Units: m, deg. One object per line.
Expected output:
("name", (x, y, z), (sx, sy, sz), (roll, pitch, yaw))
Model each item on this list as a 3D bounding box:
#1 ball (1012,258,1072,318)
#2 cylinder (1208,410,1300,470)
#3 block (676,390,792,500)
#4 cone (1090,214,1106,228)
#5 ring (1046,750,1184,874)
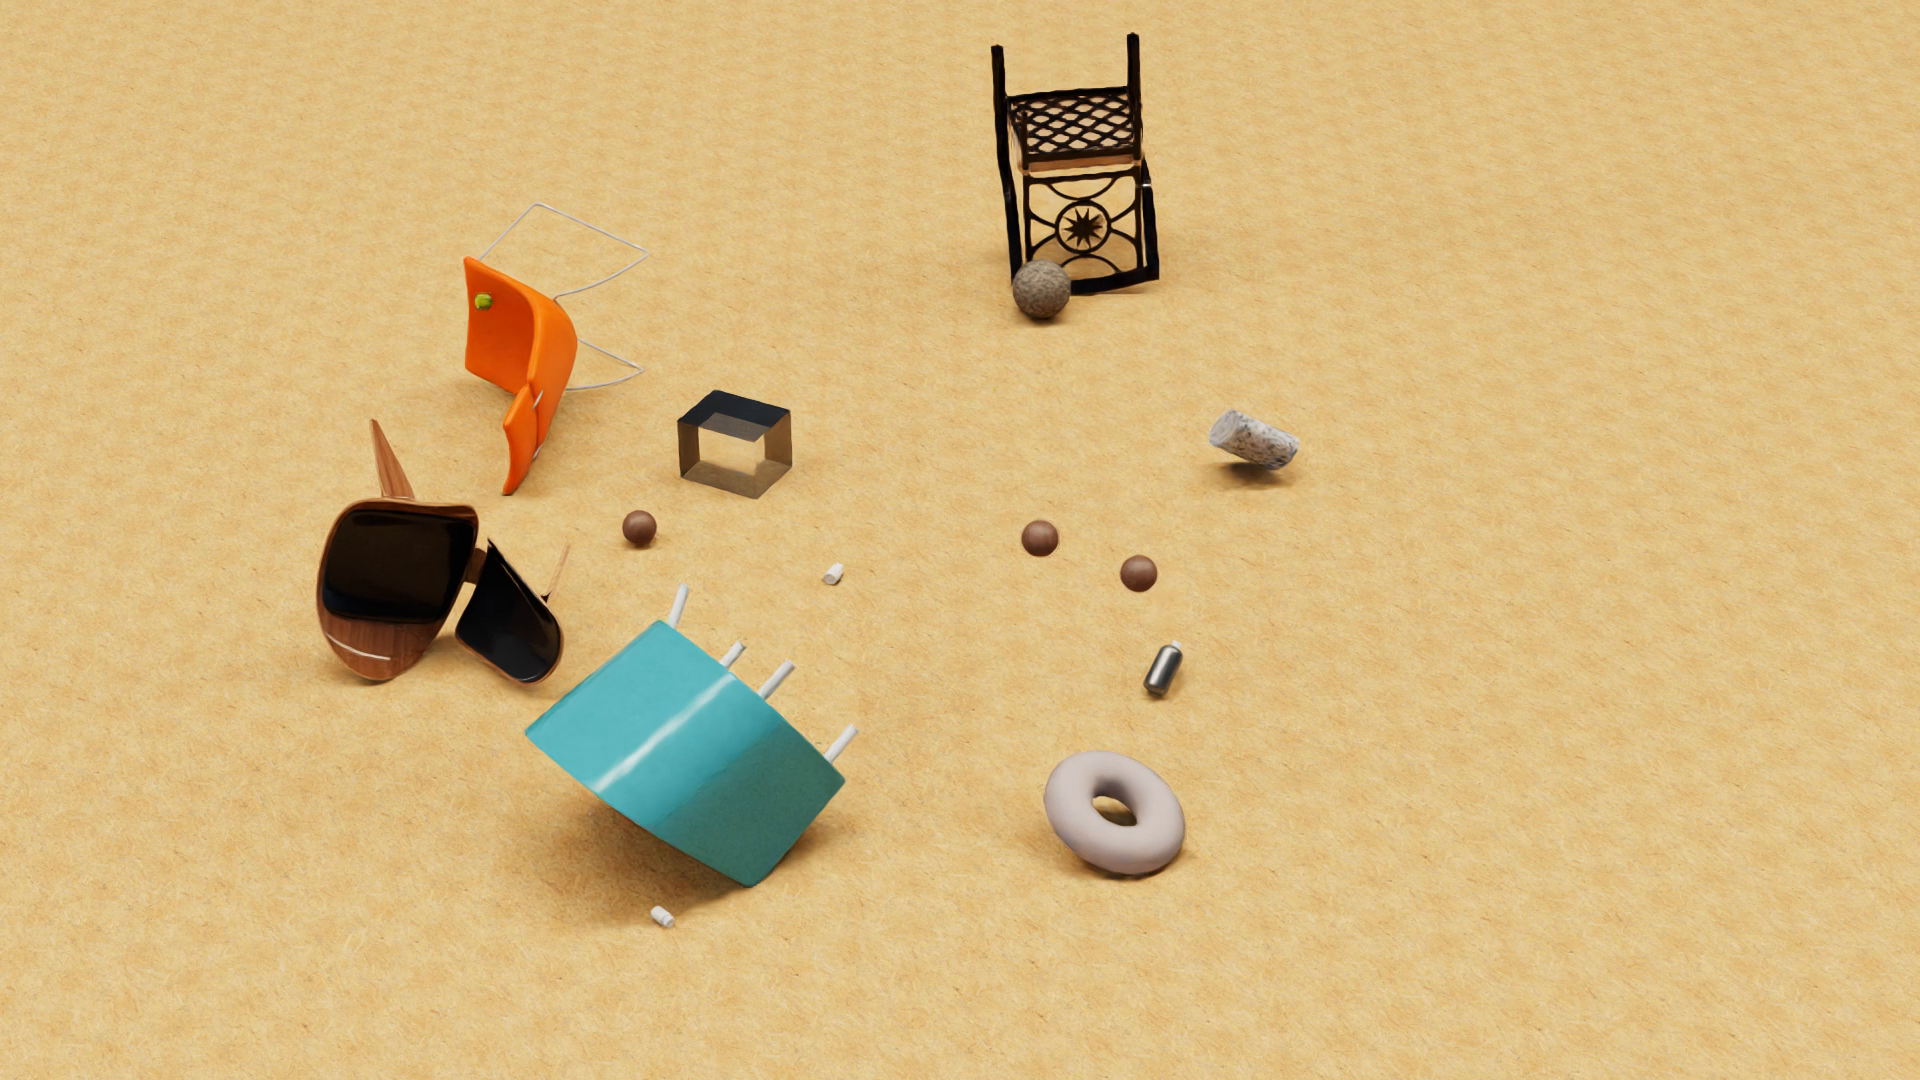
("ball", (0.343, -1.057, 12.324), (0.248, 0.248, 0.248), (0, 33, 0))
("cylinder", (1.125, -0.380, 11.237), (0.263, 0.140, 0.261), (22, -15, -17))
("block", (-0.864, -0.369, 11.272), (0.343, 0.256, 0.272), (16, 37, 23))
("cone", (0.617, -1.396, 12.990), (0.076, 0.084, 0.047), (-18, 51, 2))
("ring", (0.495, 0.869, 9.385), (0.478, 0.163, 0.404), (29, 50, 5))
